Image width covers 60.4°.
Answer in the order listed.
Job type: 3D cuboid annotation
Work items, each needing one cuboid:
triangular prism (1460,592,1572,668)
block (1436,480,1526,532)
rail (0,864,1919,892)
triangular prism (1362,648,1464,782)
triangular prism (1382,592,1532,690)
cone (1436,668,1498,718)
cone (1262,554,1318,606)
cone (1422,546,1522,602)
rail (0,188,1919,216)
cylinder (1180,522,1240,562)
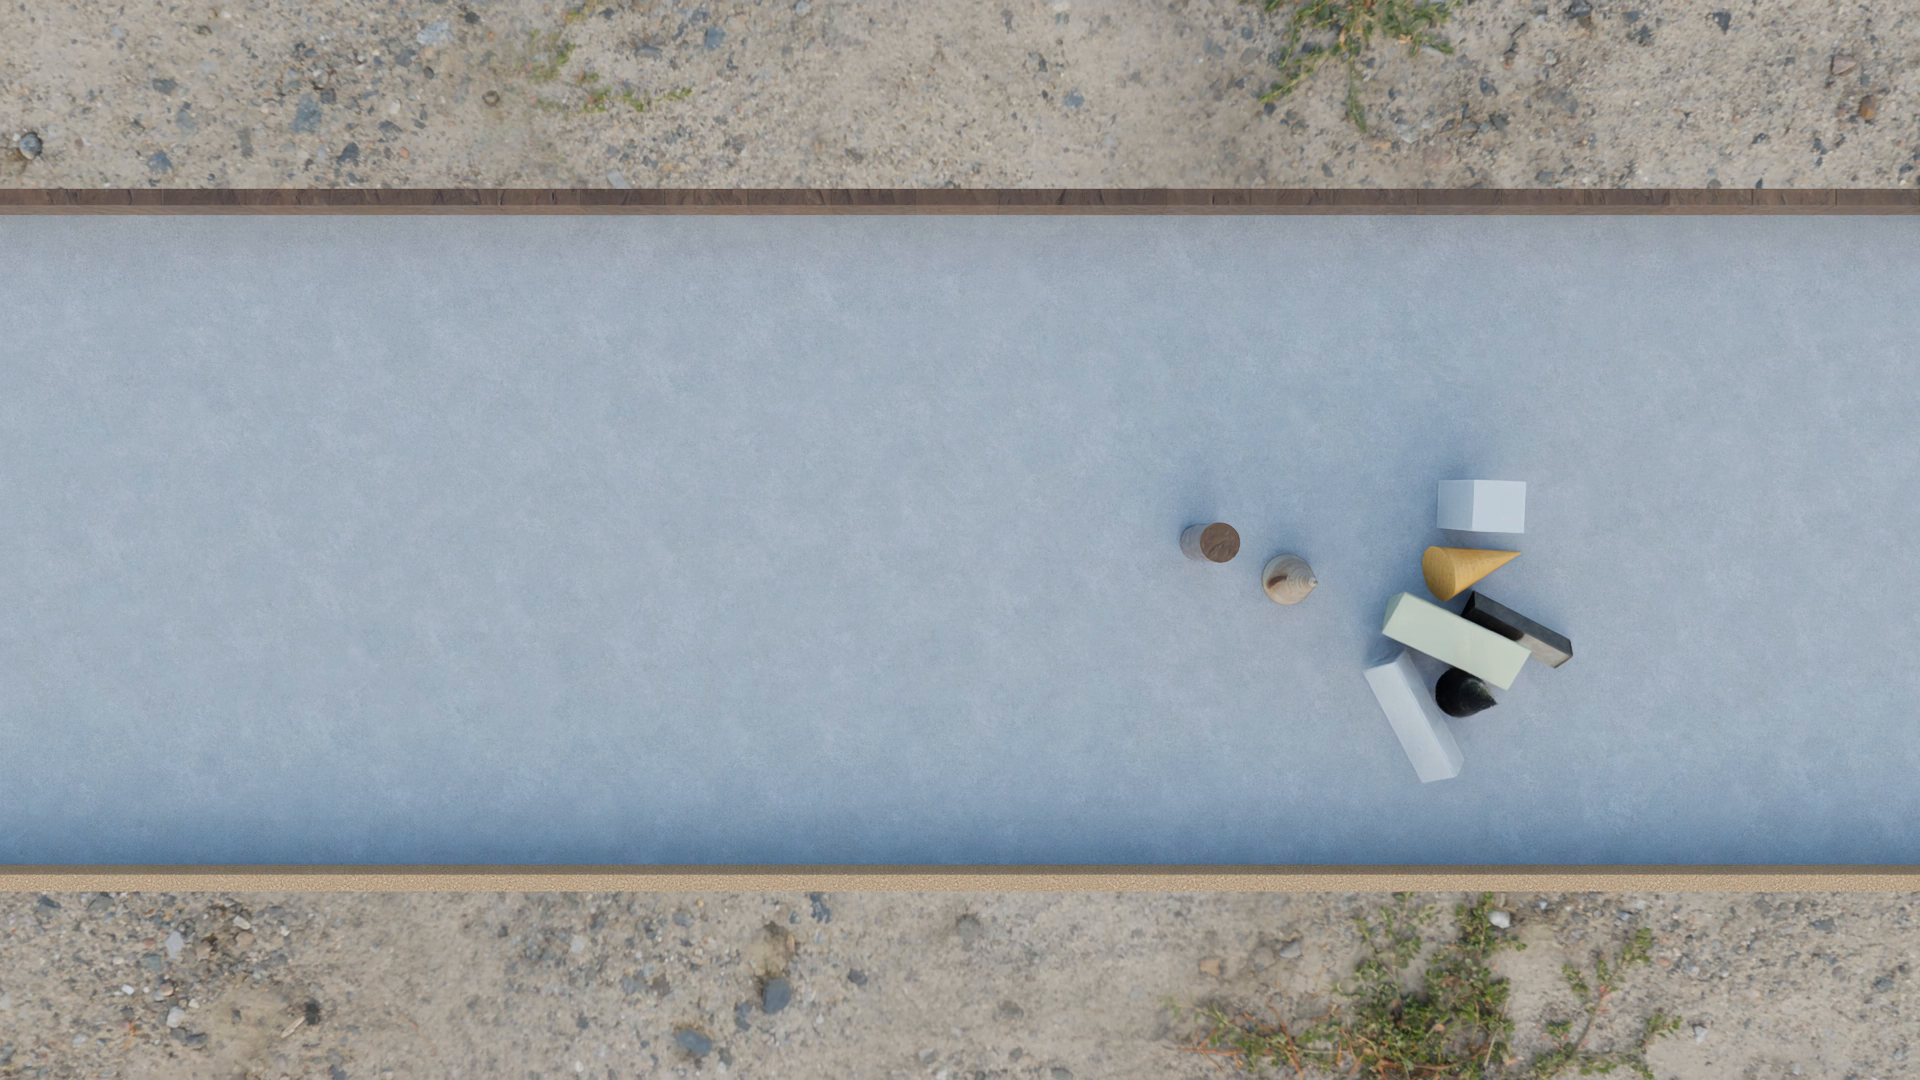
[{"bbox_3d":[1.706,0.276,5.031,0.333,0.086,0.099,27,90,0],"label":"triangular prism"},{"bbox_3d":[1.538,-0.102,4.884,0.146,0.379,0.146,2,92,1],"label":"block"},{"bbox_3d":[-2.247,1.025,5.001,12.000,0.150,0.050,0,90,0],"label":"rail"},{"bbox_3d":[1.394,0.538,5.009,0.147,0.127,0.390,-28,90,0],"label":"triangular prism"},{"bbox_3d":[1.503,0.280,4.980,0.416,0.127,0.147,25,50,0],"label":"triangular prism"},{"bbox_3d":[1.541,0.469,4.899,0.157,0.355,0.157,0,90,0],"label":"cone"},{"bbox_3d":[1.008,0.121,4.858,0.160,0.438,0.160,0,90,0],"label":"cone"},{"bbox_3d":[1.592,0.069,5.035,0.304,0.171,0.171,-13,90,-16],"label":"cone"},{"bbox_3d":[-2.247,-1.025,5.002,12.000,0.150,0.050,0,90,0],"label":"rail"},{"bbox_3d":[0.733,0.008,4.863,0.114,0.428,0.114,0,90,0],"label":"cylinder"}]
